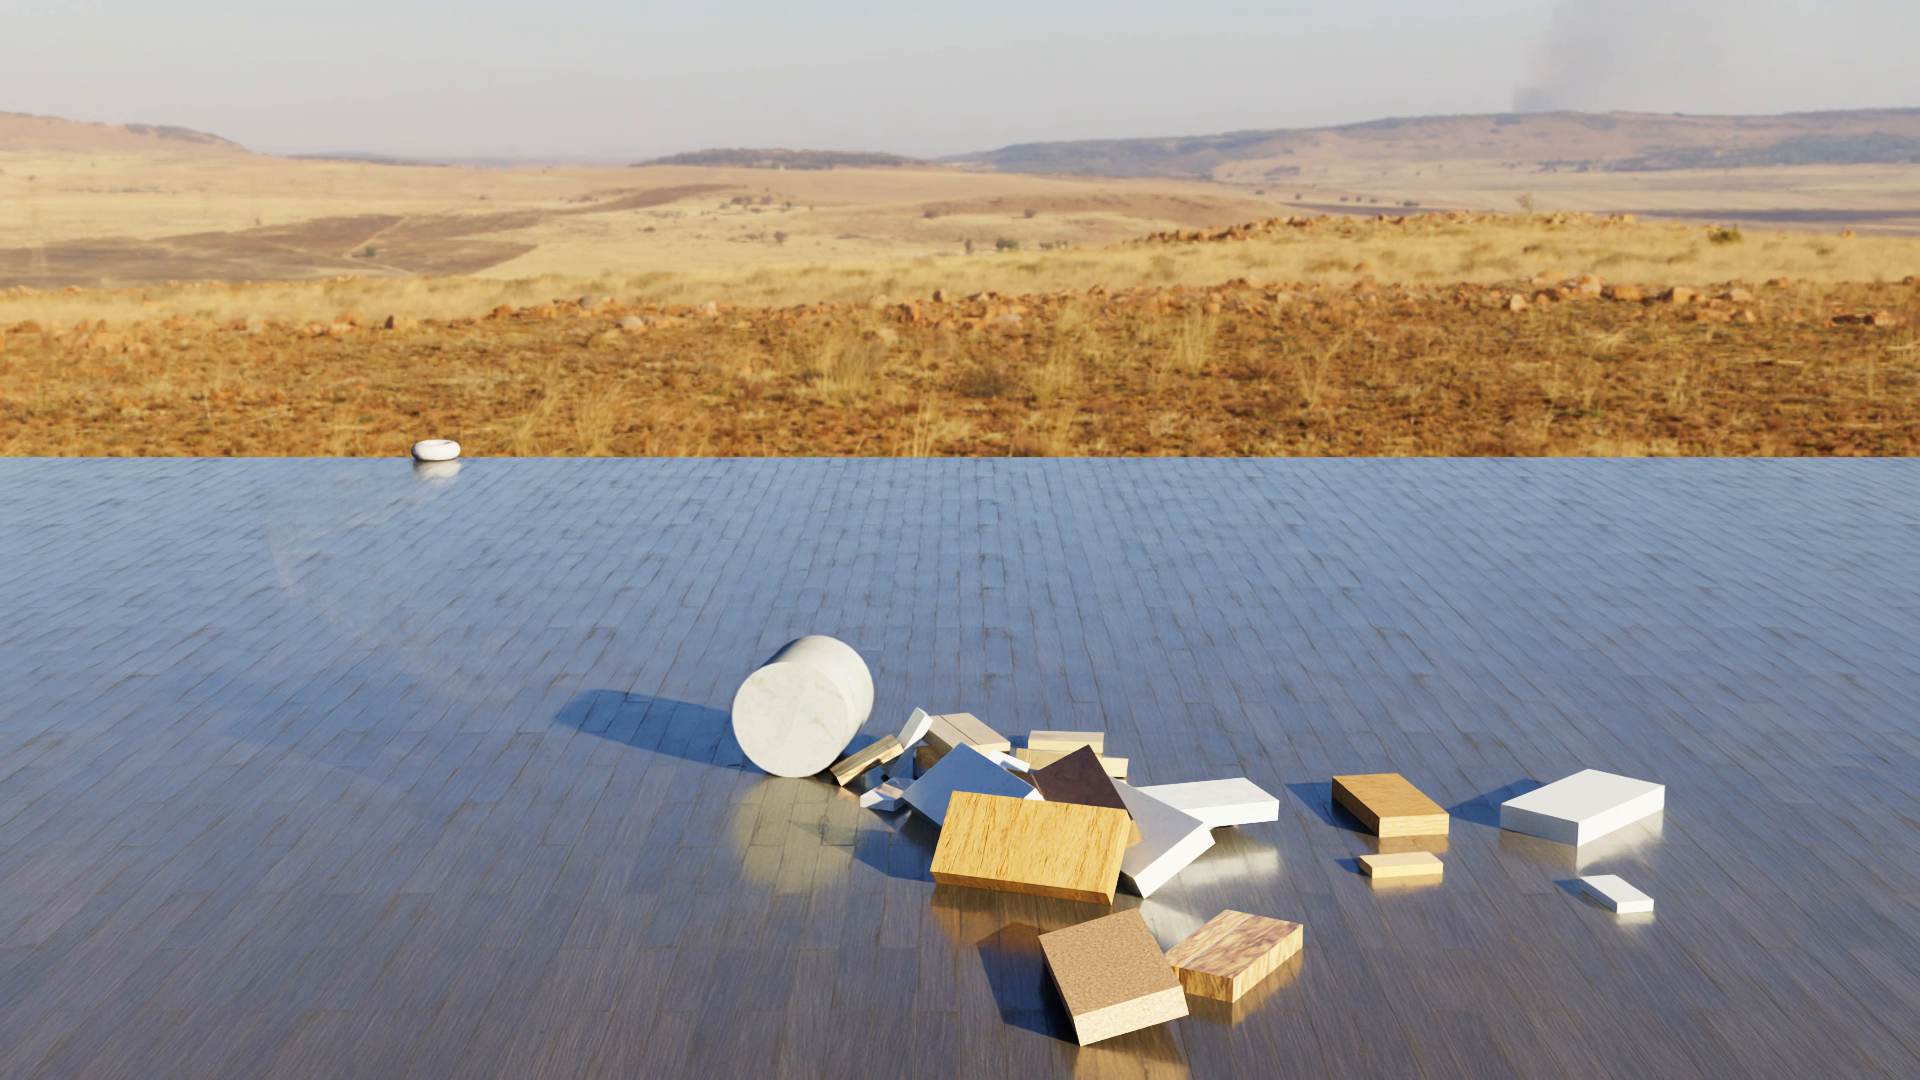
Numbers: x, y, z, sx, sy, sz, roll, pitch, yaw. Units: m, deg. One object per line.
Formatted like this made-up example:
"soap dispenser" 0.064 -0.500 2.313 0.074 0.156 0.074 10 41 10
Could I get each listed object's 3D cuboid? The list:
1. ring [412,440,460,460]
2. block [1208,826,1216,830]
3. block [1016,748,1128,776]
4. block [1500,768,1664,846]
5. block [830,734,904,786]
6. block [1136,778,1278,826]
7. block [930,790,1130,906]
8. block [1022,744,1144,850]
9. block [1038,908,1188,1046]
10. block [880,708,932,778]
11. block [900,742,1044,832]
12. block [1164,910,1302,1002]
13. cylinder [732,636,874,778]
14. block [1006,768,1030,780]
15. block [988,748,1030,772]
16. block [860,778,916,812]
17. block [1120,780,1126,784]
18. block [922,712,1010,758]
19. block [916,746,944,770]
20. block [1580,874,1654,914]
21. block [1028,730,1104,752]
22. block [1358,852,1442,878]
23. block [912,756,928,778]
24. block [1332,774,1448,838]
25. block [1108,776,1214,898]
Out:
"ring" -2.040 -0.349 8.559 0.187 0.062 0.187 0 12 0
"block" 0.384 0.507 4.020 0.123 0.035 0.247 10 15 43
"block" 0.218 0.431 4.255 0.123 0.035 0.247 6 -3 28
"block" 1.154 0.493 4.071 0.157 0.045 0.315 10 15 44
"block" -0.184 0.431 4.311 0.140 0.020 0.070 -28 17 -10
"block" 0.428 0.479 3.976 0.261 0.037 0.130 -3 14 -21
"block" 0.118 0.515 3.691 0.309 0.044 0.154 4 56 20
"block" 0.204 0.473 3.847 0.154 0.044 0.309 -28 22 -1
"block" 0.219 0.633 3.212 0.157 0.045 0.315 -15 12 -4
"block" -0.106 0.401 4.333 0.020 0.139 0.070 31 1 -18
"block" 0.021 0.470 3.970 0.154 0.044 0.326 -40 23 -12
"block" 0.410 0.631 3.349 0.130 0.037 0.261 6 12 31
"cylinder" -0.313 0.332 4.422 0.234 0.234 0.234 2 11 10
"block" 0.079 0.478 4.019 0.076 0.022 0.152 10 38 13
"block" 0.070 0.458 4.087 0.076 0.022 0.152 22 40 6
"block" -0.127 0.483 4.188 0.070 0.020 0.139 5 12 24
"block" 0.217 0.493 4.098 0.123 0.035 0.247 4 11 19
"block" 0.002 0.388 4.309 0.116 0.033 0.231 -4 11 -19
"block" 0.015 0.436 4.230 0.116 0.033 0.231 -5 12 -24
"block" 1.086 0.586 3.642 0.063 0.018 0.127 -2 11 -12
"block" 0.220 0.417 4.544 0.152 0.022 0.076 1 11 6
"block" 0.759 0.559 3.788 0.127 0.018 0.063 -2 11 -11
"block" -0.006 0.463 4.265 0.116 0.033 0.231 -3 11 -15
"block" 0.798 0.492 4.095 0.130 0.037 0.261 -2 11 -9
"block" 0.281 0.507 3.805 0.158 0.045 0.331 -35 23 -18
